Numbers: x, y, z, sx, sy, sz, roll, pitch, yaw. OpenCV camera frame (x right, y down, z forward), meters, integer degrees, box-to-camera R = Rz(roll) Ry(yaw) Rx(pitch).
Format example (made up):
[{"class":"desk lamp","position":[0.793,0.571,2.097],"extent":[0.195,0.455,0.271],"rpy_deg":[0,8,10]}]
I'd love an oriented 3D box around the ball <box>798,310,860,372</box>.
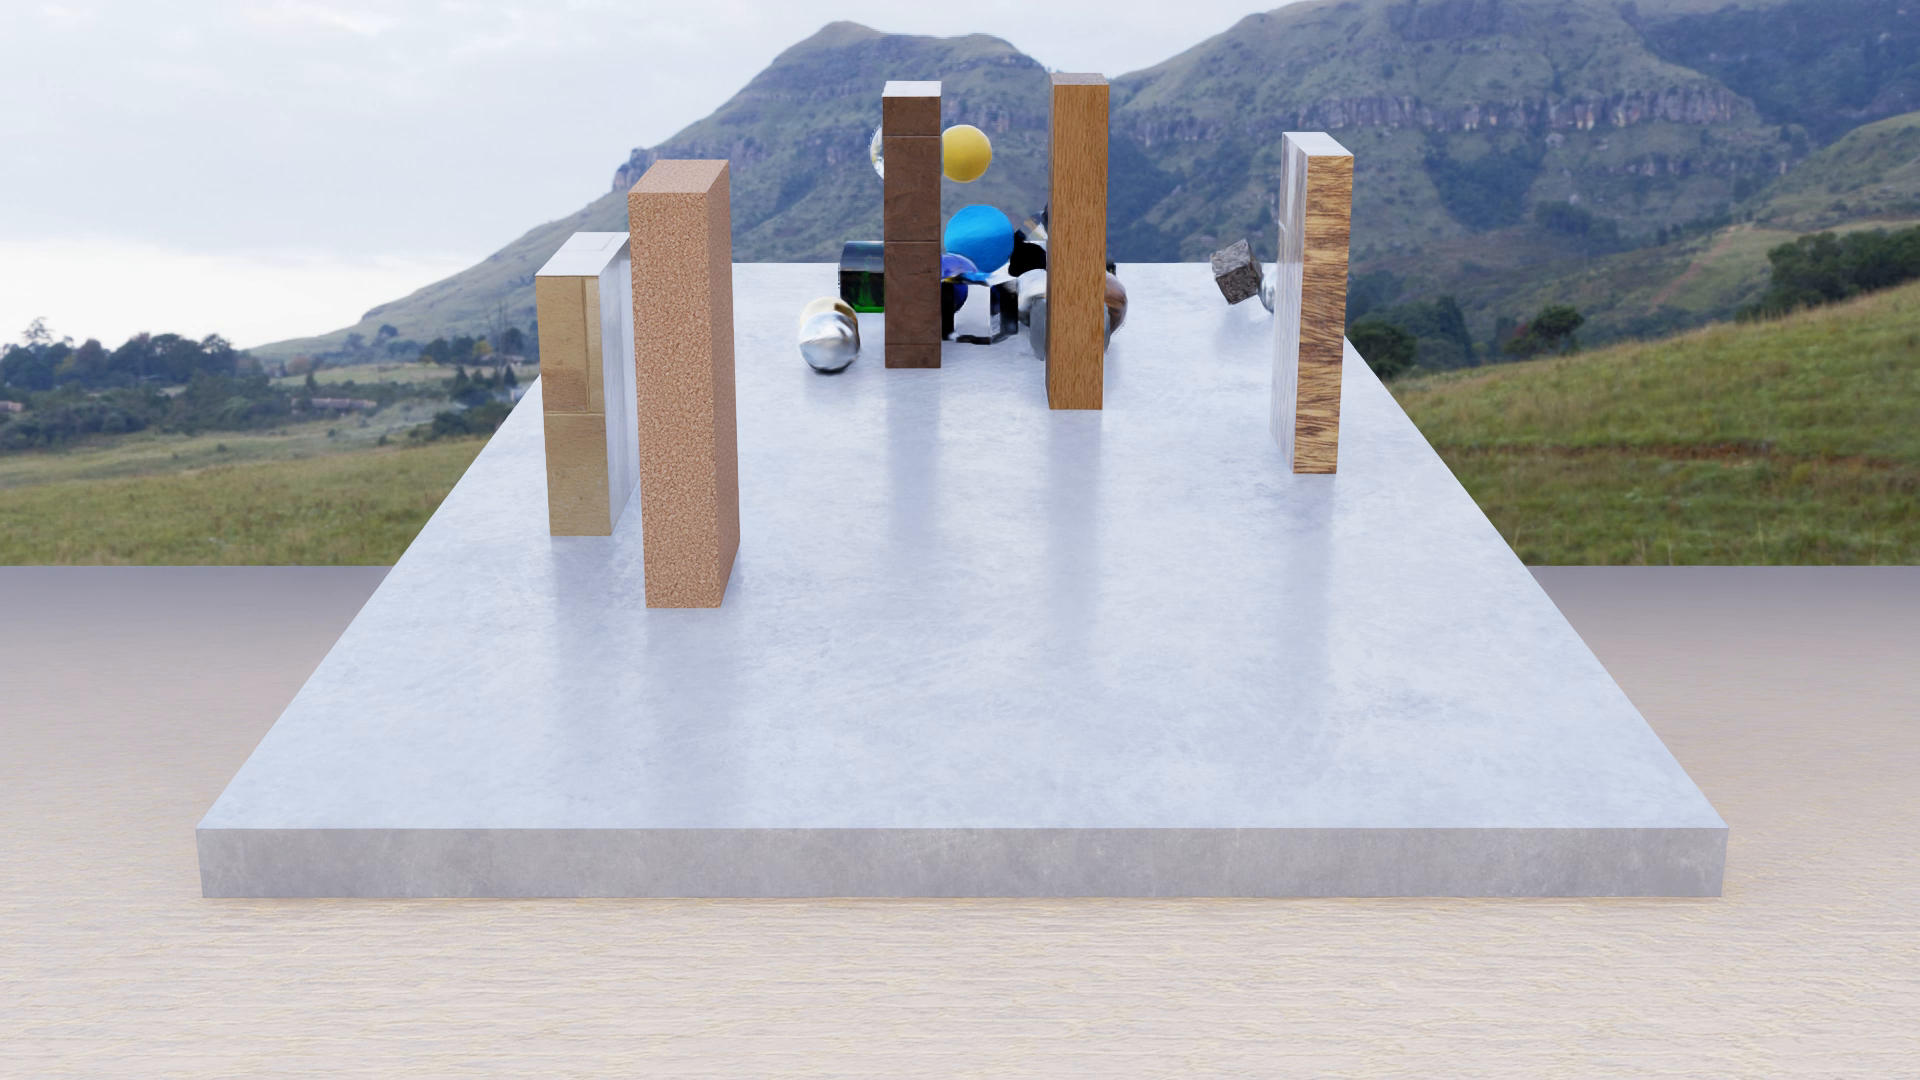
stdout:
[{"class":"ball","position":[-0.313,-0.475,5.342],"extent":[0.149,0.149,0.149],"rpy_deg":[0,0,0]}]

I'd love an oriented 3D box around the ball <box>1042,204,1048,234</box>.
[{"class":"ball","position":[0.296,-0.879,6.103],"extent":[0.143,0.143,0.143],"rpy_deg":[0,0,0]}]

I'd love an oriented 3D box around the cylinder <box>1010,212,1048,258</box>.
[{"class":"cylinder","position":[0.245,-0.812,6.283],"extent":[0.163,0.163,0.163],"rpy_deg":[41,13,16]}]

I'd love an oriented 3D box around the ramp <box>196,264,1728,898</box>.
[{"class":"ramp","position":[-0.003,-0.181,4.830],"extent":[2.000,0.100,4.000],"rpy_deg":[0,18,0]}]

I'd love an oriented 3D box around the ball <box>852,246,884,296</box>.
[{"class":"ball","position":[-0.232,-0.750,6.223],"extent":[0.140,0.140,0.140],"rpy_deg":[0,0,0]}]

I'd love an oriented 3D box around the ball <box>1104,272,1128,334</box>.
[{"class":"ball","position":[0.339,-0.603,5.695],"extent":[0.181,0.181,0.181],"rpy_deg":[0,0,0]}]

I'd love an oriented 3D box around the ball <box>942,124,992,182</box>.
[{"class":"ball","position":[0.009,-1.108,6.399],"extent":[0.164,0.164,0.164],"rpy_deg":[0,0,0]}]

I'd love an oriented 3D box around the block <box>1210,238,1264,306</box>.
[{"class":"block","position":[0.761,-0.732,6.103],"extent":[0.109,0.109,0.109],"rpy_deg":[-22,-49,18]}]

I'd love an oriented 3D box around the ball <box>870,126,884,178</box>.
[{"class":"ball","position":[-0.153,-1.081,6.215],"extent":[0.193,0.193,0.193],"rpy_deg":[0,0,0]}]

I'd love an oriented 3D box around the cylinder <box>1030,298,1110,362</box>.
[{"class":"cylinder","position":[0.269,-0.521,5.483],"extent":[0.153,0.153,0.153],"rpy_deg":[-6,2,-19]}]

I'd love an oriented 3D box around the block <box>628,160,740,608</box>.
[{"class":"block","position":[-0.463,-0.273,3.803],"extent":[0.124,0.695,0.372],"rpy_deg":[0,18,0]}]

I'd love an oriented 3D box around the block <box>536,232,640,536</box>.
[{"class":"block","position":[-0.700,-0.306,4.252],"extent":[0.112,0.486,0.445],"rpy_deg":[0,18,0]}]

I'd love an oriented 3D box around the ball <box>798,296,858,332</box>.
[{"class":"ball","position":[-0.325,-0.528,5.512],"extent":[0.148,0.148,0.148],"rpy_deg":[0,0,0]}]

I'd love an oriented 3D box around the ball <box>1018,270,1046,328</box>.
[{"class":"ball","position":[0.201,-0.626,5.792],"extent":[0.153,0.153,0.153],"rpy_deg":[0,0,0]}]

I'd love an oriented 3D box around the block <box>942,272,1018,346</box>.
[{"class":"block","position":[0.046,-0.594,5.713],"extent":[0.152,0.152,0.152],"rpy_deg":[10,20,28]}]

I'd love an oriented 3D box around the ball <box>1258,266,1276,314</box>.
[{"class":"ball","position":[0.868,-0.667,5.973],"extent":[0.137,0.137,0.137],"rpy_deg":[0,0,0]}]

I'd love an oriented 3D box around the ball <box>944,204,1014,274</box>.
[{"class":"ball","position":[0.054,-0.833,6.190],"extent":[0.197,0.197,0.197],"rpy_deg":[0,0,0]}]

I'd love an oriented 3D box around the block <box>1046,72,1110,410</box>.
[{"class":"block","position":[0.261,-0.673,5.025],"extent":[0.119,0.720,0.246],"rpy_deg":[0,18,0]}]

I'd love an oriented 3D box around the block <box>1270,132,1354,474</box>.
[{"class":"block","position":[0.718,-0.493,4.588],"extent":[0.088,0.641,0.353],"rpy_deg":[0,18,0]}]

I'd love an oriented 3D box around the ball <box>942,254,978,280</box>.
[{"class":"ball","position":[-0.023,-0.676,5.886],"extent":[0.157,0.157,0.157],"rpy_deg":[0,0,0]}]

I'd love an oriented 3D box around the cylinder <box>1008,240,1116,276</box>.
[{"class":"cylinder","position":[0.273,-0.707,5.978],"extent":[0.207,0.207,0.207],"rpy_deg":[-13,7,-35]}]

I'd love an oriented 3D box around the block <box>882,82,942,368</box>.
[{"class":"block","position":[-0.114,-0.774,5.454],"extent":[0.135,0.651,0.315],"rpy_deg":[0,18,0]}]
